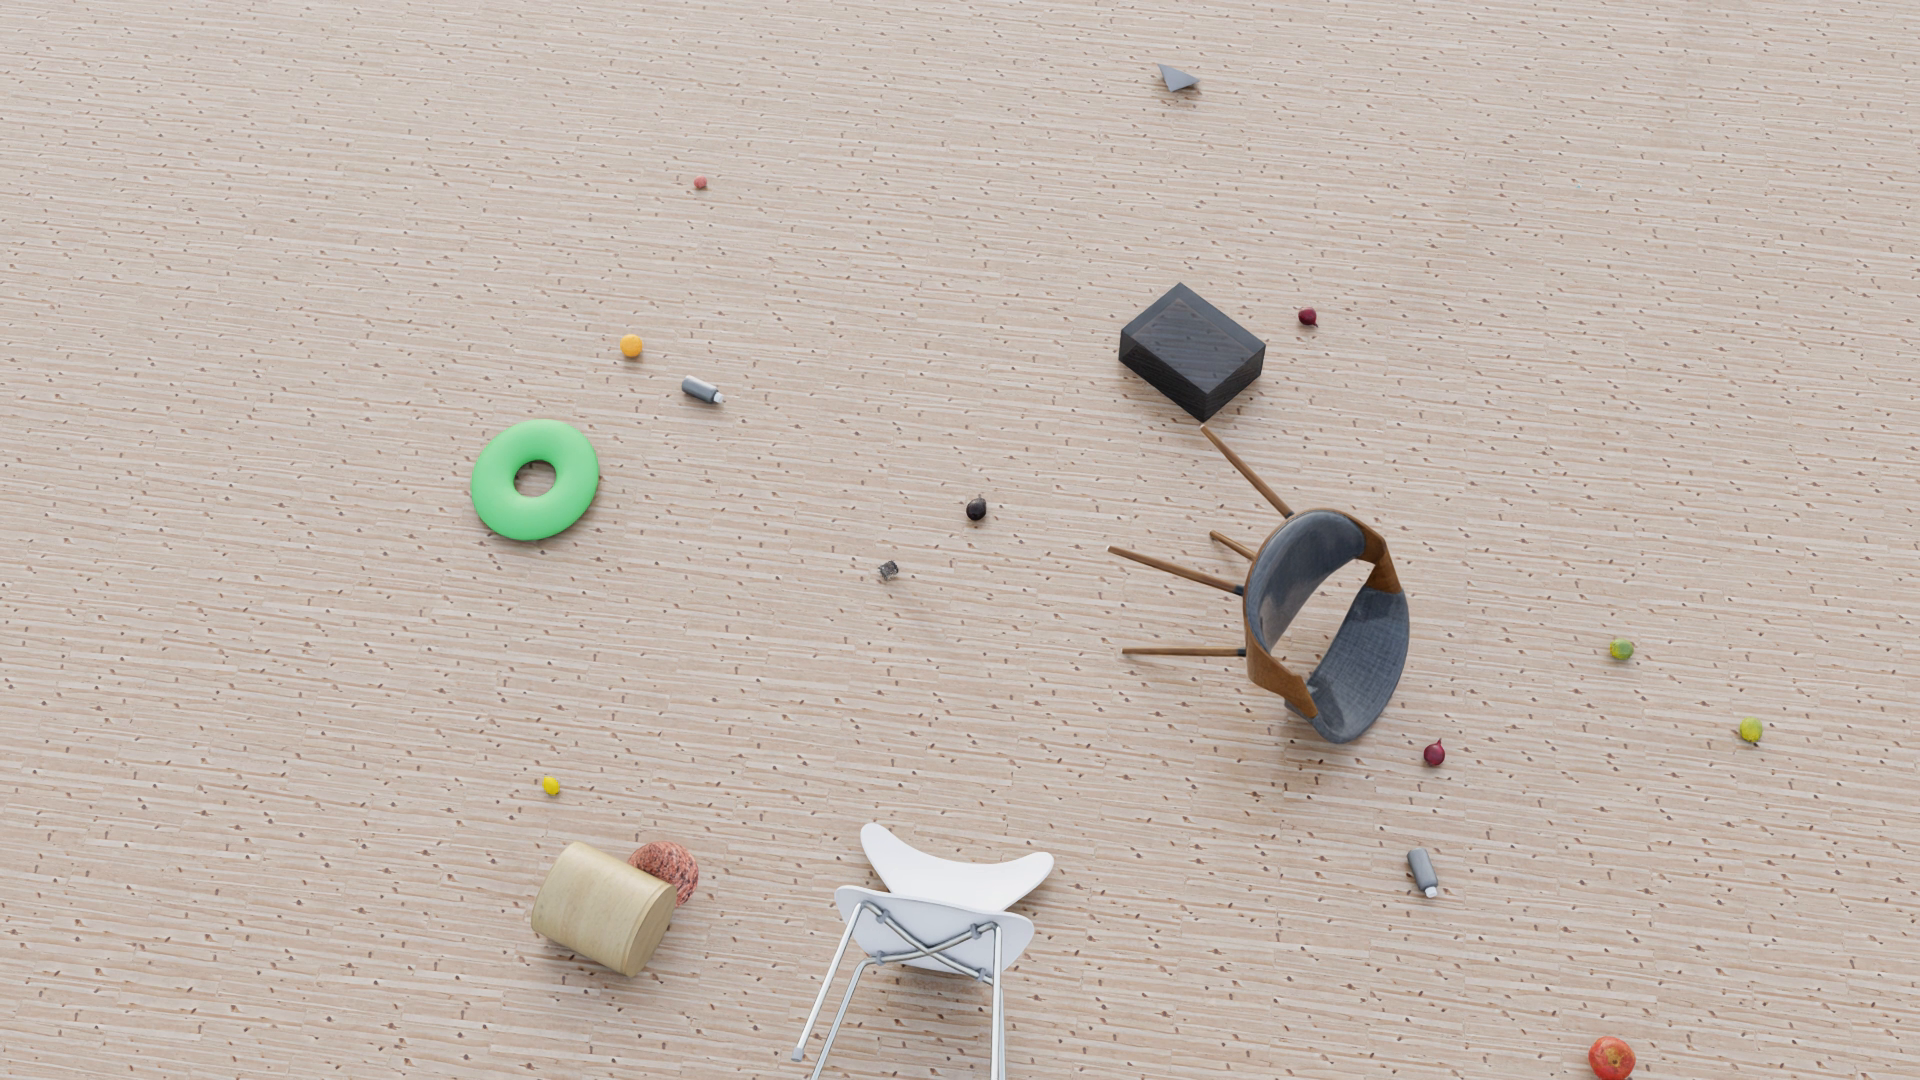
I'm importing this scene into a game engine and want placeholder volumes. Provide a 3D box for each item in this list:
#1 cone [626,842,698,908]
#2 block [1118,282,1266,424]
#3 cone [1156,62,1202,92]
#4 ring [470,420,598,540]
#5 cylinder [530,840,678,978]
[{"bbox_3d":[-0.812,0.855,5.878,0.206,0.203,0.212,-21,59,-13],"label":"cone"},{"bbox_3d":[0.724,-0.587,6.877,0.275,0.150,0.357,-40,65,-23],"label":"block"},{"bbox_3d":[0.743,-1.584,7.610,0.168,0.114,0.074,24,97,10],"label":"cone"},{"bbox_3d":[-1.286,-0.185,6.656,0.384,0.072,0.446,3,56,1],"label":"ring"},{"bbox_3d":[-0.936,0.970,5.789,0.290,0.221,0.262,23,74,14],"label":"cylinder"}]
